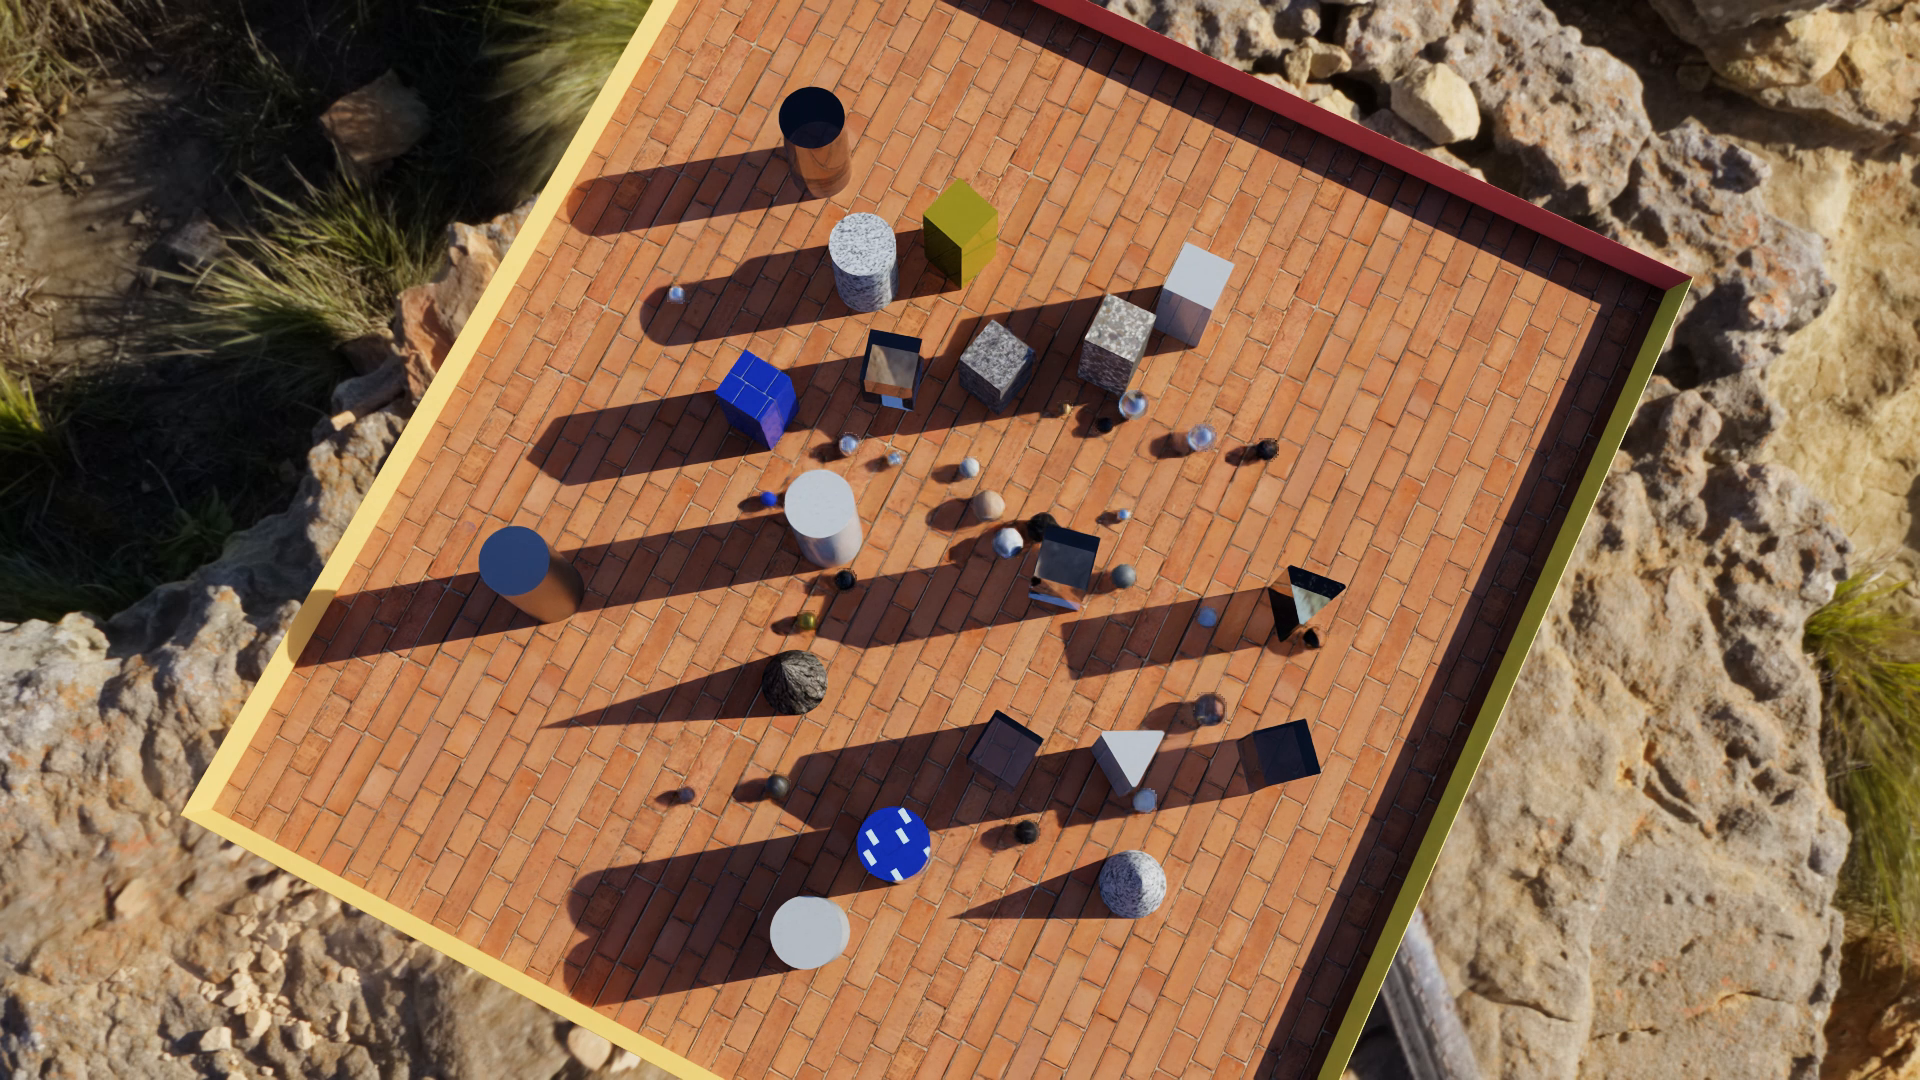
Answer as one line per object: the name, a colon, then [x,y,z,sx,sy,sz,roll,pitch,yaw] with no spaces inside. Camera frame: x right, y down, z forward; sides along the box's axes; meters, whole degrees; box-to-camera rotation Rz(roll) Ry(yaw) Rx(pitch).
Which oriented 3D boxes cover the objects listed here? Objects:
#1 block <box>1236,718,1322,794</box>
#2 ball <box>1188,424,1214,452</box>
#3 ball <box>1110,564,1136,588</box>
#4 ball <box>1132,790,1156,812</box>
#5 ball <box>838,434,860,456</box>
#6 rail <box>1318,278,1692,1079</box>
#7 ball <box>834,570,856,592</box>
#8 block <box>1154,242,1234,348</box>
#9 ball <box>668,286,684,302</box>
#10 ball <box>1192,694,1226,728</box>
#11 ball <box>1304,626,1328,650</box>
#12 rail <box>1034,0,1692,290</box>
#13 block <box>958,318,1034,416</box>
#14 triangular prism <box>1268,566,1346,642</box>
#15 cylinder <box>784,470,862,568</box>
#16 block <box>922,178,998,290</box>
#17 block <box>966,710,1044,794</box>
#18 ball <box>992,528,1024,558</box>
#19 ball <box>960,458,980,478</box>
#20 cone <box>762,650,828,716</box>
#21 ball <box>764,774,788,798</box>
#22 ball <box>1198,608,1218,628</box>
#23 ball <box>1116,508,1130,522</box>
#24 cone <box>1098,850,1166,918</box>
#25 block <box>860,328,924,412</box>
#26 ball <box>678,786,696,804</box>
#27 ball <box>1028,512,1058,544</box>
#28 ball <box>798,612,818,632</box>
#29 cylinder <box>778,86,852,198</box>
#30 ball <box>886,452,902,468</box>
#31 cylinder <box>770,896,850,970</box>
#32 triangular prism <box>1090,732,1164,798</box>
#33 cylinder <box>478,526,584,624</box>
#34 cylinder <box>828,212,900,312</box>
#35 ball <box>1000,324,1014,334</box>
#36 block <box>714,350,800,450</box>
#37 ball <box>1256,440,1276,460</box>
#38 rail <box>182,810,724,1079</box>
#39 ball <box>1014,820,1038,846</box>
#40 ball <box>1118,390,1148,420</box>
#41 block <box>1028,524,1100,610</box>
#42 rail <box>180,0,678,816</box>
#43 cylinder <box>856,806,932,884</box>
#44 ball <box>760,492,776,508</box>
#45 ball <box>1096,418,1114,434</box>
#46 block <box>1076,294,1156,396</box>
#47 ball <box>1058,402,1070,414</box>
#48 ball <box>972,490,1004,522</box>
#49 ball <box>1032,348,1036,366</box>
block: [0.922,0.631,5.328,0.160,0.310,0.160,-14,79,-3]
ball: [0.741,-0.314,5.640,0.082,0.082,0.082,0,78,0]
ball: [0.494,0.111,5.556,0.073,0.073,0.073,0,78,0]
ball: [0.545,0.773,5.422,0.068,0.068,0.068,0,78,0]
ball: [-0.343,-0.292,5.644,0.065,0.065,0.065,0,78,0]
rail: [1.461,0.722,5.400,0.045,0.130,3.494,26,80,5]
ball: [-0.350,0.123,5.558,0.065,0.065,0.065,0,78,0]
block: [0.706,-0.743,5.585,0.160,0.363,0.160,26,79,5]
ball: [-0.889,-0.771,5.750,0.052,0.052,0.052,0,78,0]
ball: [0.743,0.509,5.461,0.098,0.098,0.098,0,78,0]
ball: [1.070,0.296,5.520,0.070,0.070,0.070,0,78,0]
rail: [0.771,-1.502,5.860,3.315,0.130,0.045,26,80,5]
block: [0.109,-0.523,5.585,0.160,0.274,0.160,39,81,7]
triangular prism: [0.989,0.165,5.406,0.173,0.345,0.150,-39,81,-7]
cylinder: [-0.398,-0.057,5.399,0.199,0.449,0.199,0,78,0]
block: [0.002,-0.936,5.625,0.160,0.363,0.160,43,81,8]
block: [0.129,0.619,5.327,0.160,0.317,0.160,32,80,6]
ball: [0.145,0.009,5.567,0.093,0.093,0.093,0,78,0]
ball: [0.029,-0.221,5.631,0.062,0.062,0.062,0,78,0]
cone: [-0.499,0.387,5.319,0.199,0.427,0.199,0,78,0]
ball: [-0.543,0.729,5.430,0.071,0.071,0.071,0,78,0]
ball: [0.748,0.237,5.538,0.059,0.059,0.059,0,78,0]
ball: [0.500,-0.078,5.611,0.043,0.043,0.043,0,78,0]
cone: [0.509,0.986,5.259,0.199,0.301,0.199,0,78,0]
block: [-0.207,-0.517,5.598,0.160,0.246,0.160,11,79,2]
ball: [-0.810,0.756,5.435,0.050,0.050,0.050,0,78,0]
ball: [0.253,-0.036,5.575,0.096,0.096,0.096,0,78,0]
ball: [-0.461,0.246,5.535,0.059,0.059,0.059,0,78,0]
cylinder: [-0.444,-1.225,5.673,0.199,0.386,0.199,0,78,0]
ball: [-0.203,-0.246,5.643,0.047,0.047,0.047,0,78,0]
cylinder: [-0.422,1.114,5.209,0.199,0.348,0.199,0,78,0]
triangular prism: [0.499,0.612,5.263,0.150,0.444,0.173,-30,80,-6]
cylinder: [-1.245,0.106,5.349,0.199,0.480,0.199,0,78,0]
cylinder: [-0.291,-0.847,5.621,0.199,0.336,0.199,0,78,0]
ball: [0.136,-0.645,5.719,0.062,0.062,0.062,0,78,0]
block: [-0.607,-0.419,5.529,0.160,0.342,0.160,33,80,6]
ball: [0.943,-0.277,5.641,0.065,0.065,0.065,0,78,0]
rail: [-0.771,1.516,5.236,3.315,0.130,0.045,26,80,5]
ball: [0.195,0.864,5.401,0.072,0.072,0.072,0,78,0]
ball: [0.536,-0.416,5.655,0.093,0.093,0.093,0,78,0]
block: [0.306,0.084,5.418,0.160,0.354,0.160,15,79,3]
rail: [-1.461,-0.709,5.696,0.045,0.130,3.494,26,80,5]
cylinder: [-0.180,0.870,5.193,0.199,0.477,0.199,0,78,0]
ball: [-0.587,-0.124,5.617,0.050,0.050,0.050,0,78,0]
ball: [0.447,-0.354,5.663,0.053,0.053,0.053,0,78,0]
block: [0.471,-0.585,5.548,0.160,0.371,0.160,26,79,5]
ball: [0.324,-0.408,5.680,0.040,0.040,0.040,0,78,0]
ball: [0.086,-0.103,5.587,0.100,0.100,0.100,0,78,0]
ball: [0.205,-0.569,5.694,0.066,0.066,0.066,0,78,0]
